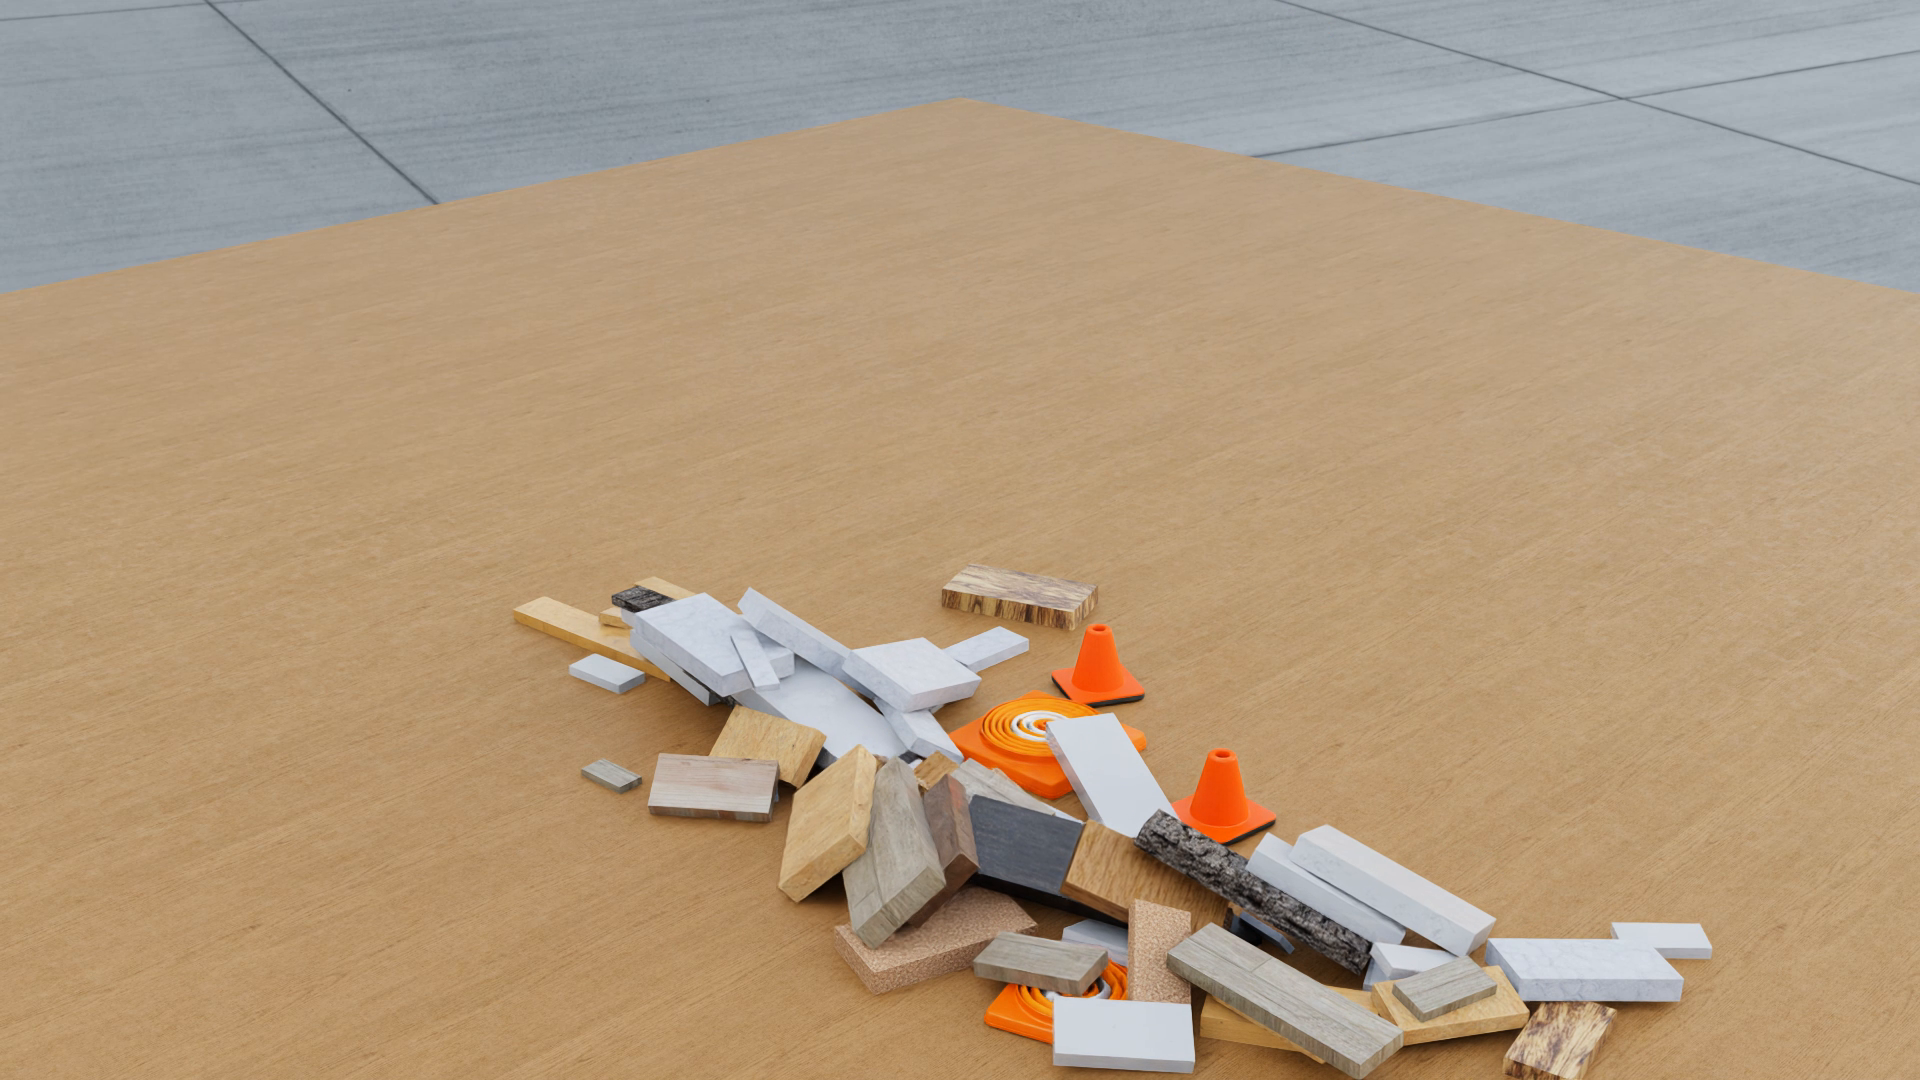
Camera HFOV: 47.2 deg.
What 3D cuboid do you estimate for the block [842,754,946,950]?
[{"bbox_3d":[-0.140,0.576,4.129,0.177,0.050,0.533,-42,17,5],"label":"block"}]

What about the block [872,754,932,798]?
[{"bbox_3d":[-0.120,0.516,4.412,0.029,0.101,0.202,9,12,-43],"label":"block"}]

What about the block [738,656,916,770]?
[{"bbox_3d":[-0.278,0.385,4.652,0.358,0.051,0.179,36,39,28],"label":"block"}]

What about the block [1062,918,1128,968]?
[{"bbox_3d":[0.301,0.734,3.953,0.212,0.030,0.106,14,9,30],"label":"block"}]

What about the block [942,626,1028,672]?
[{"bbox_3d":[0.055,0.258,5.118,0.198,0.028,0.099,-20,30,-39],"label":"block"}]

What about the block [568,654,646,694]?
[{"bbox_3d":[-0.804,0.305,5.013,0.163,0.023,0.081,17,28,34],"label":"block"}]

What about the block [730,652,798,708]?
[{"bbox_3d":[-0.394,0.319,4.792,0.179,0.051,0.358,-22,48,-41],"label":"block"}]

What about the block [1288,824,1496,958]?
[{"bbox_3d":[0.788,0.636,4.008,0.355,0.050,0.177,28,12,23],"label":"block"}]

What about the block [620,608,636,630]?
[{"bbox_3d":[-0.638,0.190,5.012,0.148,0.042,0.296,-15,24,-33],"label":"block"}]

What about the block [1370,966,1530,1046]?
[{"bbox_3d":[0.836,0.794,3.755,0.237,0.034,0.118,-5,33,-14],"label":"block"}]

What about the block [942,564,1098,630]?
[{"bbox_3d":[0.147,0.137,5.376,0.342,0.048,0.171,10,25,22],"label":"block"}]

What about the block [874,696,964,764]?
[{"bbox_3d":[-0.088,0.400,4.659,0.124,0.035,0.247,27,9,-28],"label":"block"}]

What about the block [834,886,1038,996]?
[{"bbox_3d":[-0.043,0.722,4.000,0.330,0.047,0.165,-12,26,-25],"label":"block"}]

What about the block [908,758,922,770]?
[{"bbox_3d":[-0.071,0.485,4.507,0.050,0.014,0.101,-31,38,-30],"label":"block"}]

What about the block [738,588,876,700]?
[{"bbox_3d":[-0.302,0.241,4.813,0.382,0.048,0.171,34,2,-24],"label":"block"}]

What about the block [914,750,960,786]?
[{"bbox_3d":[-0.006,0.511,4.431,0.202,0.029,0.101,31,51,29],"label":"block"}]

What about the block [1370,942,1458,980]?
[{"bbox_3d":[0.807,0.743,3.841,0.161,0.023,0.081,10,20,-18],"label":"block"}]

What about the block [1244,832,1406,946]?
[{"bbox_3d":[0.672,0.642,4.007,0.301,0.043,0.150,29,12,12],"label":"block"}]

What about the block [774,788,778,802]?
[{"bbox_3d":[-0.434,0.518,4.518,0.121,0.017,0.060,-2,23,-5],"label":"block"}]

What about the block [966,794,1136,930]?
[{"bbox_3d":[0.198,0.605,4.090,0.428,0.047,0.165,13,50,16],"label":"block"}]

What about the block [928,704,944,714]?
[{"bbox_3d":[-0.094,0.361,4.892,0.103,0.015,0.051,14,27,30],"label":"block"}]

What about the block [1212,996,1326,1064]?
[{"bbox_3d":[0.559,0.793,3.735,0.118,0.034,0.237,-24,35,-37],"label":"block"}]

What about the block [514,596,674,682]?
[{"bbox_3d":[-0.837,0.230,5.182,0.536,0.028,0.099,17,29,35],"label":"block"}]

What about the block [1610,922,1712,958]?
[{"bbox_3d":[1.278,0.730,4.010,0.161,0.023,0.081,1,23,1],"label":"block"}]

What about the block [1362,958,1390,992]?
[{"bbox_3d":[0.835,0.785,3.868,0.233,0.033,0.117,8,24,18],"label":"block"}]

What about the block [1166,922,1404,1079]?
[{"bbox_3d":[0.542,0.772,3.704,0.118,0.034,0.411,-25,35,-38],"label":"block"}]

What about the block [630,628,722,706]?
[{"bbox_3d":[-0.604,0.268,5.010,0.148,0.042,0.296,-20,39,-40],"label":"block"}]

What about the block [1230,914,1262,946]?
[{"bbox_3d":[0.499,0.711,4.017,0.052,0.015,0.103,-13,31,-32],"label":"block"}]

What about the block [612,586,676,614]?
[{"bbox_3d":[-0.717,0.145,5.045,0.081,0.023,0.163,-20,27,-41],"label":"block"}]

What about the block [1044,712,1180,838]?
[{"bbox_3d":[0.314,0.497,4.450,0.150,0.043,0.423,-6,32,-17],"label":"block"}]

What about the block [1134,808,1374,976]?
[{"bbox_3d":[0.534,0.630,3.965,0.456,0.041,0.146,29,12,12],"label":"block"}]

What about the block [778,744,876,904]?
[{"bbox_3d":[-0.254,0.546,4.277,0.177,0.050,0.355,-38,17,16],"label":"block"}]

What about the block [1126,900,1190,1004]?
[{"bbox_3d":[0.347,0.736,3.829,0.106,0.030,0.212,16,48,-12],"label":"block"}]

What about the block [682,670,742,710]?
[{"bbox_3d":[-0.460,0.323,4.869,0.296,0.042,0.148,33,38,33],"label":"block"}]

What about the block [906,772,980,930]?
[{"bbox_3d":[-0.051,0.575,4.101,0.047,0.165,0.330,40,12,-16],"label":"block"}]

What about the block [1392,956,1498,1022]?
[{"bbox_3d":[0.826,0.765,3.747,0.161,0.023,0.081,-14,36,-26],"label":"block"}]

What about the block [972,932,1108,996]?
[{"bbox_3d":[0.142,0.741,3.854,0.212,0.030,0.106,4,23,32],"label":"block"}]

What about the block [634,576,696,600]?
[{"bbox_3d":[-0.678,0.124,5.108,0.060,0.017,0.191,-19,26,-39],"label":"block"}]

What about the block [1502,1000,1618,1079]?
[{"bbox_3d":[1.016,0.848,3.720,0.117,0.033,0.233,14,27,30],"label":"block"}]

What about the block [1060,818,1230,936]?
[{"bbox_3d":[0.337,0.629,3.967,0.292,0.041,0.146,25,48,0],"label":"block"}]

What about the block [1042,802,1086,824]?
[{"bbox_3d":[0.223,0.596,4.203,0.230,0.033,0.115,24,52,24],"label":"block"}]

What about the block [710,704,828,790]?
[{"bbox_3d":[-0.401,0.430,4.575,0.247,0.035,0.124,12,67,40],"label":"block"}]

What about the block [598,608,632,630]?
[{"bbox_3d":[-0.767,0.194,5.227,0.163,0.023,0.081,12,11,13],"label":"block"}]

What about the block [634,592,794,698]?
[{"bbox_3d":[-0.534,0.223,4.761,0.179,0.051,0.358,-17,30,-34],"label":"block"}]

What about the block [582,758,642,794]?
[{"bbox_3d":[-0.726,0.492,4.580,0.121,0.017,0.060,19,29,37],"label":"block"}]

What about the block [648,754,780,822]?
[{"bbox_3d":[-0.498,0.502,4.461,0.248,0.035,0.124,3,53,7],"label":"block"}]

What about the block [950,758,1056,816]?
[{"bbox_3d":[0.064,0.518,4.254,0.230,0.033,0.115,29,56,36],"label":"block"}]

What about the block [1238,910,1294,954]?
[{"bbox_3d":[0.559,0.716,4.010,0.015,0.052,0.103,-50,41,-11],"label":"block"}]

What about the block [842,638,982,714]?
[{"bbox_3d":[-0.102,0.293,4.802,0.171,0.048,0.342,34,16,21],"label":"block"}]

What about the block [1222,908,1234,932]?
[{"bbox_3d":[0.421,0.703,4.017,0.144,0.020,0.072,0,43,24],"label":"block"}]

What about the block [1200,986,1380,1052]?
[{"bbox_3d":[0.570,0.817,3.783,0.292,0.041,0.146,6,24,14],"label":"block"}]

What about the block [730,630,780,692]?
[{"bbox_3d":[-0.432,0.254,4.621,0.051,0.015,0.247,-7,26,-16],"label":"block"}]

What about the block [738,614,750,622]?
[{"bbox_3d":[-0.518,0.211,5.228,0.198,0.028,0.099,-6,24,-14],"label":"block"}]

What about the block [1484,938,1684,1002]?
[{"bbox_3d":[1.096,0.755,3.867,0.301,0.043,0.150,2,16,-10],"label":"block"}]

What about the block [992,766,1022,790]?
[{"bbox_3d":[0.106,0.551,4.300,0.115,0.033,0.230,-34,54,-26],"label":"block"}]

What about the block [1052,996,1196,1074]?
[{"bbox_3d":[0.273,0.831,3.694,0.233,0.033,0.117,4,41,-2],"label":"block"}]
